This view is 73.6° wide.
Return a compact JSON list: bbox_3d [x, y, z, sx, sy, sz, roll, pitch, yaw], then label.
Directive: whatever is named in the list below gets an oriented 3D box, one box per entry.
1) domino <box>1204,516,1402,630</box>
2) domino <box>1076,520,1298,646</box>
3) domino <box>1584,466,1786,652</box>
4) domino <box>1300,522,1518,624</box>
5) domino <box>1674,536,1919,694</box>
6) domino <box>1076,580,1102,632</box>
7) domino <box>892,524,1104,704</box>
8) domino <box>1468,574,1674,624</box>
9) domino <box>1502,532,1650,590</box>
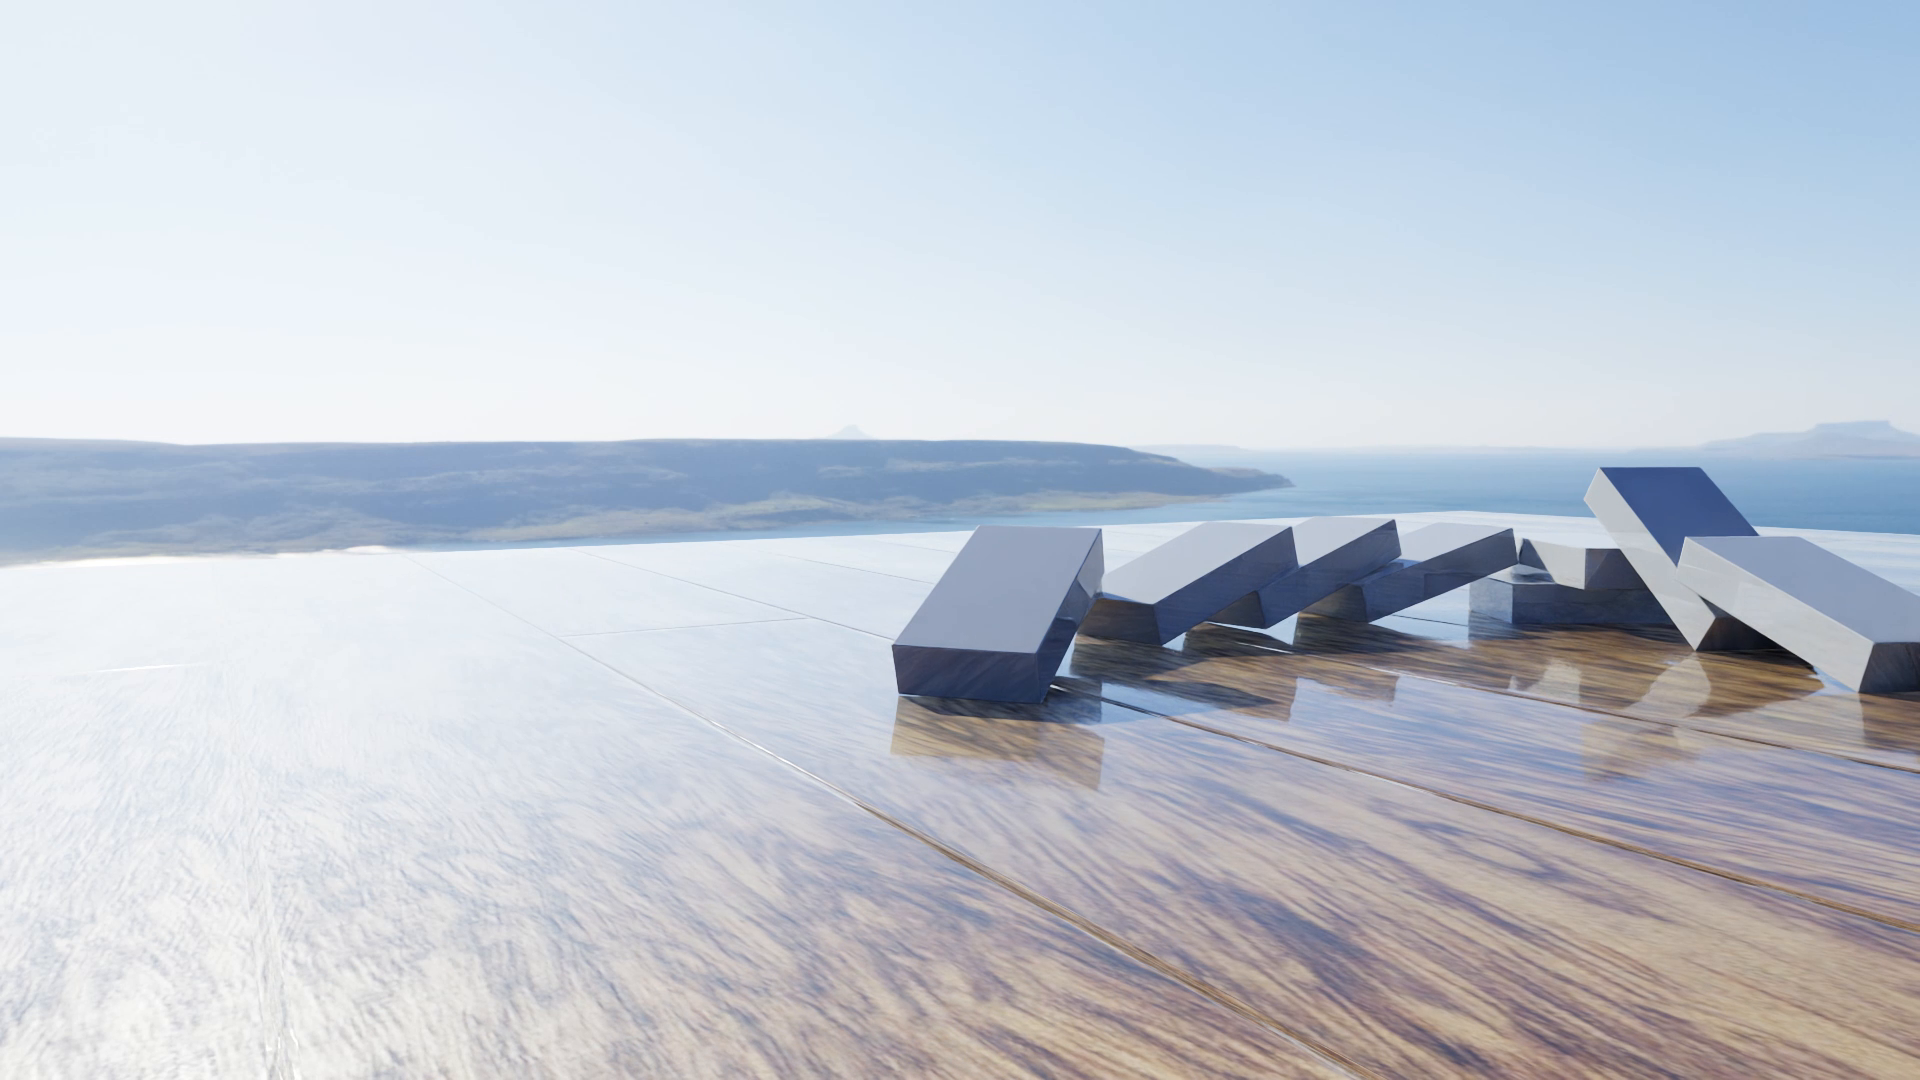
[{"bbox_3d":[0.081,0.007,0.313,0.050,0.009,0.025,-23,15,-31],"label":"domino"},{"bbox_3d":[0.052,0.009,0.293,0.050,0.009,0.025,-25,19,-36],"label":"domino"},{"bbox_3d":[0.161,0.003,0.280,0.025,0.009,0.050,0,40,-6],"label":"domino"},{"bbox_3d":[0.112,0.007,0.324,0.050,0.010,0.025,-17,11,-23],"label":"domino"},{"bbox_3d":[0.163,0.013,0.242,0.025,0.010,0.050,-1,21,-7],"label":"domino"},{"bbox_3d":[0.012,0.013,0.262,0.025,0.010,0.050,1,16,18],"label":"domino"},{"bbox_3d":[0.009,0.012,0.233,0.025,0.010,0.050,2,25,19],"label":"domino"},{"bbox_3d":[0.156,0.014,0.316,0.050,0.010,0.025,0,4,-1],"label":"domino"},{"bbox_3d":[0.153,0.005,0.315,0.025,0.010,0.050,0,4,-1],"label":"domino"}]
